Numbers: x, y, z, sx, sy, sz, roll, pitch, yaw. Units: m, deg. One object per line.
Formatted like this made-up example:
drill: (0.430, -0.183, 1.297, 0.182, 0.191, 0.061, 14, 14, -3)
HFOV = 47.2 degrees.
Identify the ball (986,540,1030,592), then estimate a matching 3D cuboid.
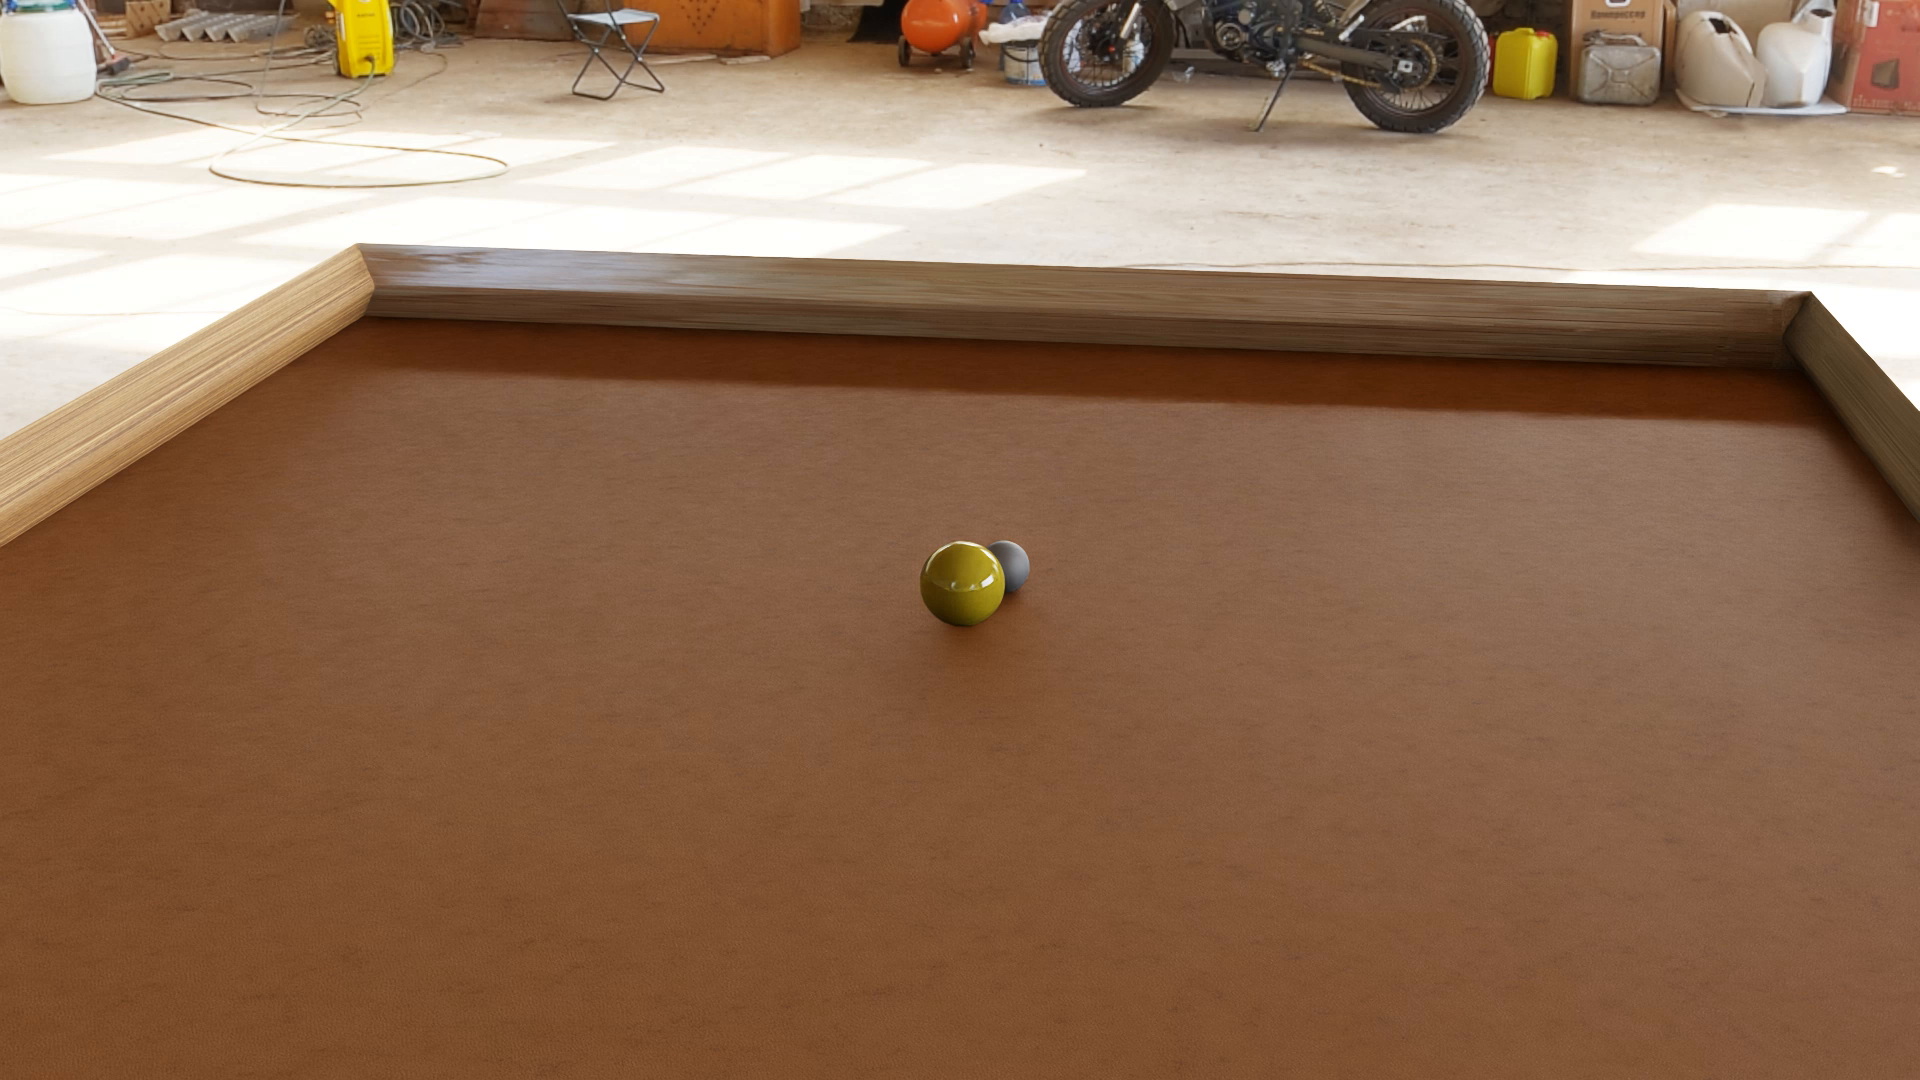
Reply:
ball: (0.051, 0.031, 2.561, 0.061, 0.061, 0.061, 0, 20, 0)

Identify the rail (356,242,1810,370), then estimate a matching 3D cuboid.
rail: (0.146, -0.377, 3.563, 2.367, 0.125, 0.045, 3, 21, 8)

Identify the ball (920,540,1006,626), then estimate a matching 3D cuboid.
ball: (0.003, 0.049, 2.463, 0.096, 0.096, 0.096, 0, 20, 0)

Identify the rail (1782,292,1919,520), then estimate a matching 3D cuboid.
rail: (0.999, 0.398, 1.483, 0.045, 0.125, 4.199, 3, 21, 8)

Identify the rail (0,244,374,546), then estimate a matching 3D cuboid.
rail: (-1.297, 0.283, 1.792, 0.045, 0.125, 4.199, 3, 21, 8)
